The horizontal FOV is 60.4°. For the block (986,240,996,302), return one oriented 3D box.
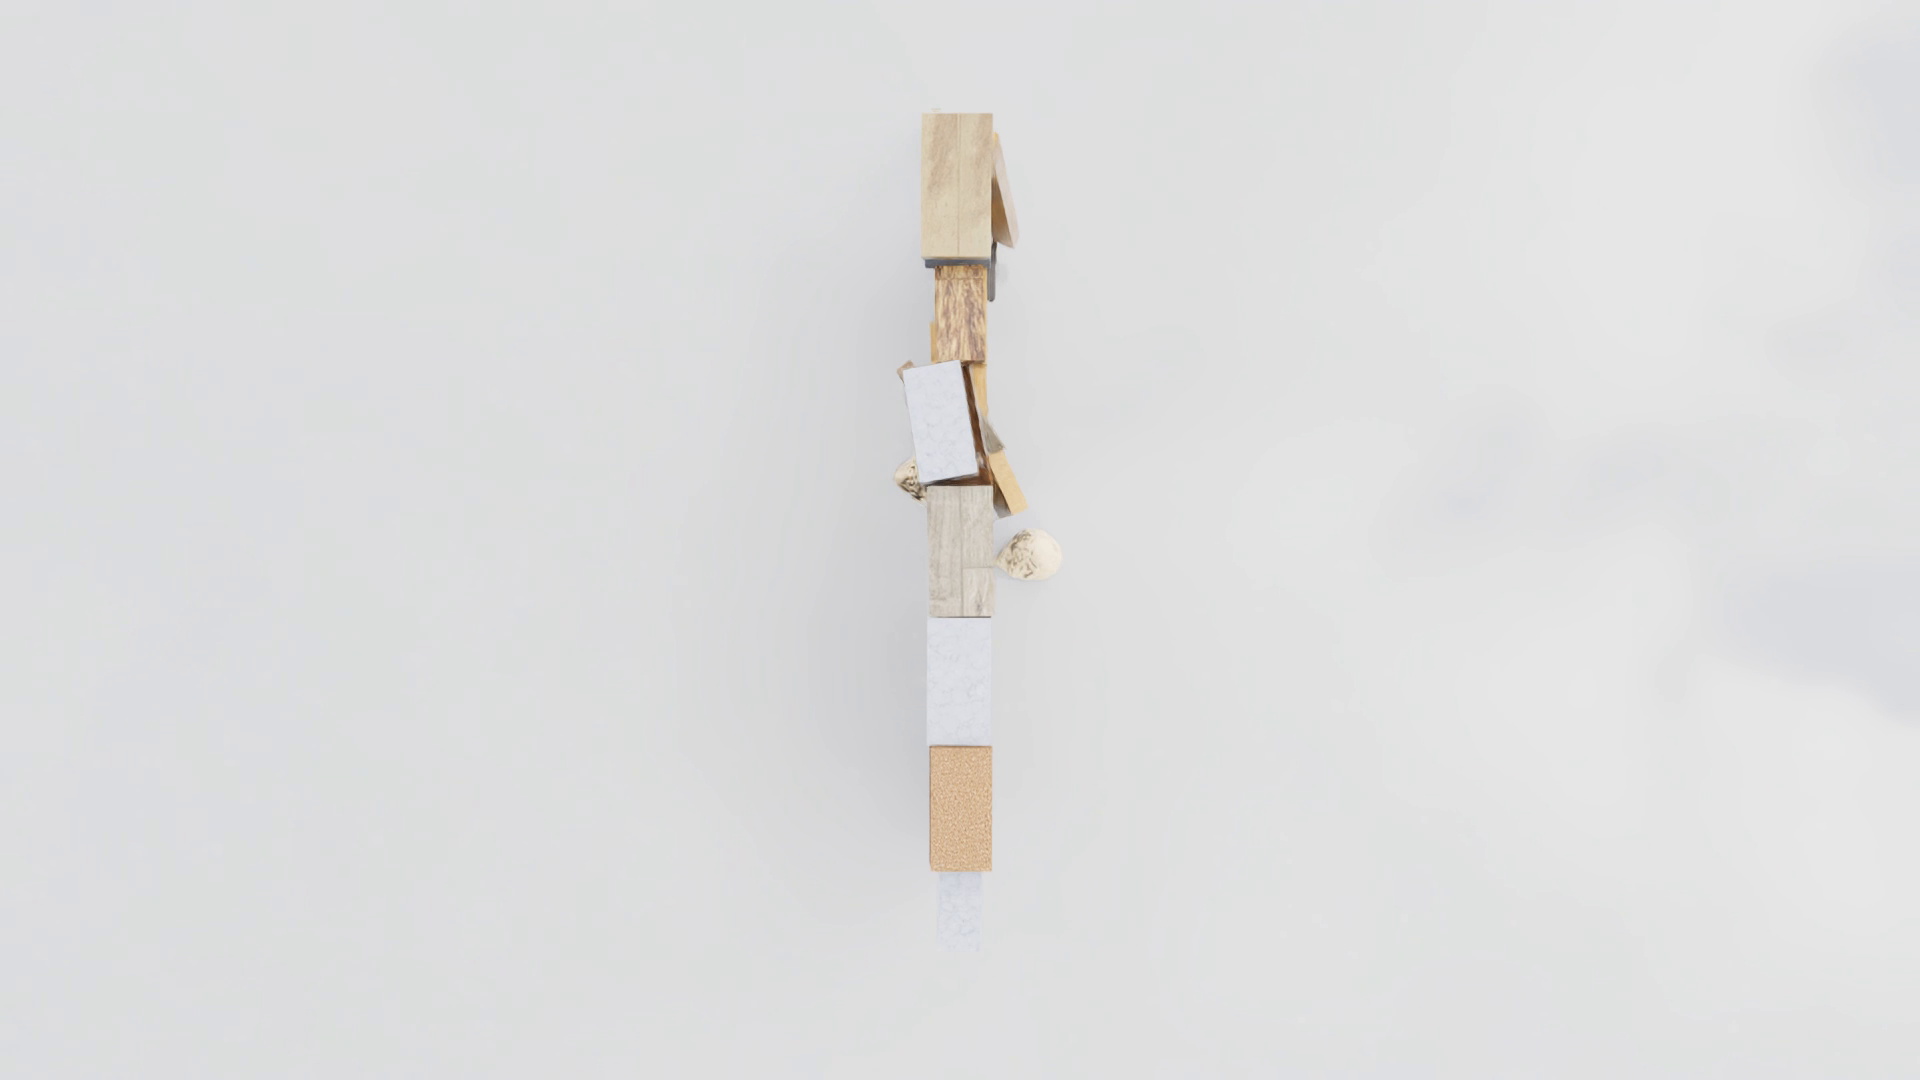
[{"bbox_3d":[0.042,-0.898,5.194,0.141,0.040,0.282,2,90,-5],"label":"block"}]

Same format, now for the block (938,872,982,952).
[{"bbox_3d":[0.000,0.948,4.258,0.111,0.031,0.222,1,90,0],"label":"block"}]

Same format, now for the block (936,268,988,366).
[{"bbox_3d":[0.003,-0.622,4.540,0.140,0.040,0.279,-1,90,0],"label":"block"}]

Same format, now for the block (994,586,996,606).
[{"bbox_3d":[0.008,0.140,4.390,0.166,0.331,0.047,2,91,0],"label":"block"}]

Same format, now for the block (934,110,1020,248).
[{"bbox_3d":[0.052,-0.998,4.659,0.177,1.011,0.050,23,89,6],"label":"block"}]

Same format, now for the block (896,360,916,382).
[{"bbox_3d":[-0.081,-0.386,4.787,0.050,0.355,0.177,-38,74,-1],"label":"block"}]

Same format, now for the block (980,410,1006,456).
[{"bbox_3d":[0.045,-0.330,4.961,0.094,0.027,0.188,-33,93,18],"label":"block"}]

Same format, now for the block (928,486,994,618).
[{"bbox_3d":[0.003,0.028,4.199,0.166,0.047,0.331,-1,91,1],"label":"block"}]

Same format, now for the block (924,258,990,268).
[{"bbox_3d":[-0.006,-0.771,4.344,0.177,0.354,0.050,0,89,0],"label":"block"}]

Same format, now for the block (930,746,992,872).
[{"bbox_3d":[0.004,0.678,4.164,0.155,0.044,0.310,0,90,0],"label":"block"}]

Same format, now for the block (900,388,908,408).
[{"bbox_3d":[-0.067,-0.385,4.379,0.148,0.297,0.042,-17,88,4],"label":"block"}]

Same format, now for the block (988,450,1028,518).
[{"bbox_3d":[0.117,-0.157,4.728,0.050,0.370,0.177,-25,92,-4],"label":"block"}]

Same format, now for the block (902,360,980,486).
[{"bbox_3d":[-0.048,-0.297,4.187,0.149,0.042,0.297,-10,80,5],"label":"block"}]

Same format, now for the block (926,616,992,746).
[{"bbox_3d":[-0.003,0.359,4.208,0.163,0.046,0.327,1,90,0],"label":"block"}]

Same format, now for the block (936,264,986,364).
[{"bbox_3d":[0.001,-0.582,4.255,0.123,0.035,0.247,-1,90,0],"label":"block"}]

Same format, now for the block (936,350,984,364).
[{"bbox_3d":[0.001,-0.499,4.396,0.123,0.247,0.035,-1,90,0],"label":"block"}]

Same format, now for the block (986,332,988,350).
[{"bbox_3d":[0.004,-0.627,5.330,0.170,0.340,0.048,0,90,0],"label":"block"}]

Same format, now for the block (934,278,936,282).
[{"bbox_3d":[-0.003,-0.664,4.397,0.123,0.247,0.035,-1,90,0],"label":"block"}]

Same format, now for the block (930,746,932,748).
[{"bbox_3d":[-0.003,0.722,4.519,0.162,0.046,0.323,0,90,0],"label":"block"}]

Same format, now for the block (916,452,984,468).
[{"bbox_3d":[-0.022,-0.197,4.342,0.148,0.297,0.042,-12,91,5],"label":"block"}]

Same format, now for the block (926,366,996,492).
[{"bbox_3d":[-0.025,-0.288,4.544,0.177,0.050,0.355,-12,80,11],"label":"block"}]

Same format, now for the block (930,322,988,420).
[{"bbox_3d":[-0.004,-0.509,5.135,0.170,0.048,0.340,-2,90,0],"label":"block"}]

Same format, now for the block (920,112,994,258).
[{"bbox_3d":[-0.008,-0.885,4.130,0.177,0.050,0.354,1,93,3],"label":"block"}]

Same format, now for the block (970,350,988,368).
[{"bbox_3d":[0.005,-0.523,4.699,0.140,0.279,0.040,-1,90,0],"label":"block"}]
